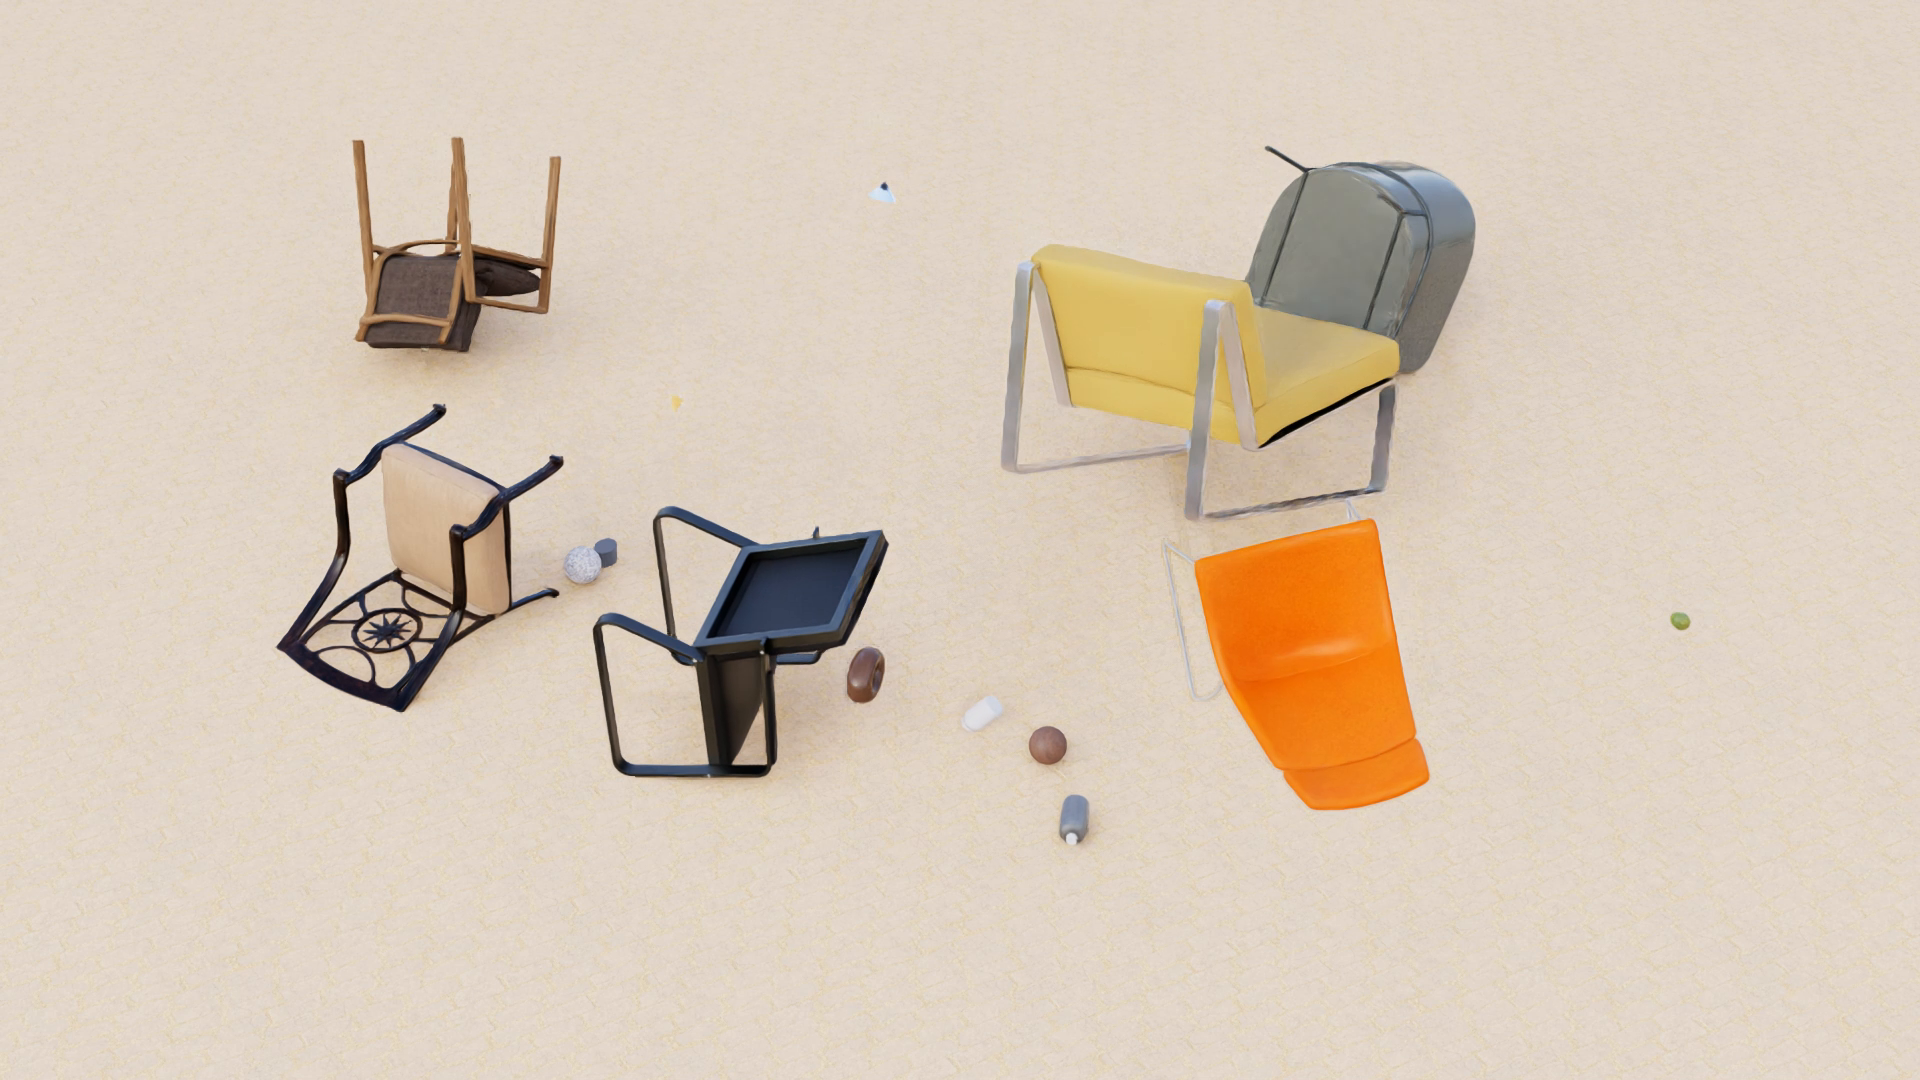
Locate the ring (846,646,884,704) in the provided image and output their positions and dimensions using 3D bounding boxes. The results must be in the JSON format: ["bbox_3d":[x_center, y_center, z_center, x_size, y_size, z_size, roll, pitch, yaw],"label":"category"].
[{"bbox_3d":[-0.299,0.428,9.304,0.082,0.157,0.213,6,39,15],"label":"ring"}]

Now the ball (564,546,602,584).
[{"bbox_3d":[-1.374,0.091,10.682,0.137,0.137,0.137,0,33,0],"label":"ball"}]

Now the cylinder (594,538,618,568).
[{"bbox_3d":[-1.306,0.048,10.814,0.080,0.063,0.103,10,35,15],"label":"cylinder"}]

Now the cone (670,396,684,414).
[{"bbox_3d":[-1.130,-0.534,11.669,0.057,0.062,0.051,19,-17,-42],"label":"cone"}]

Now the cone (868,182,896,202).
[{"bbox_3d":[-0.311,-1.430,11.955,0.120,0.066,0.116,20,23,20],"label":"cone"}]
